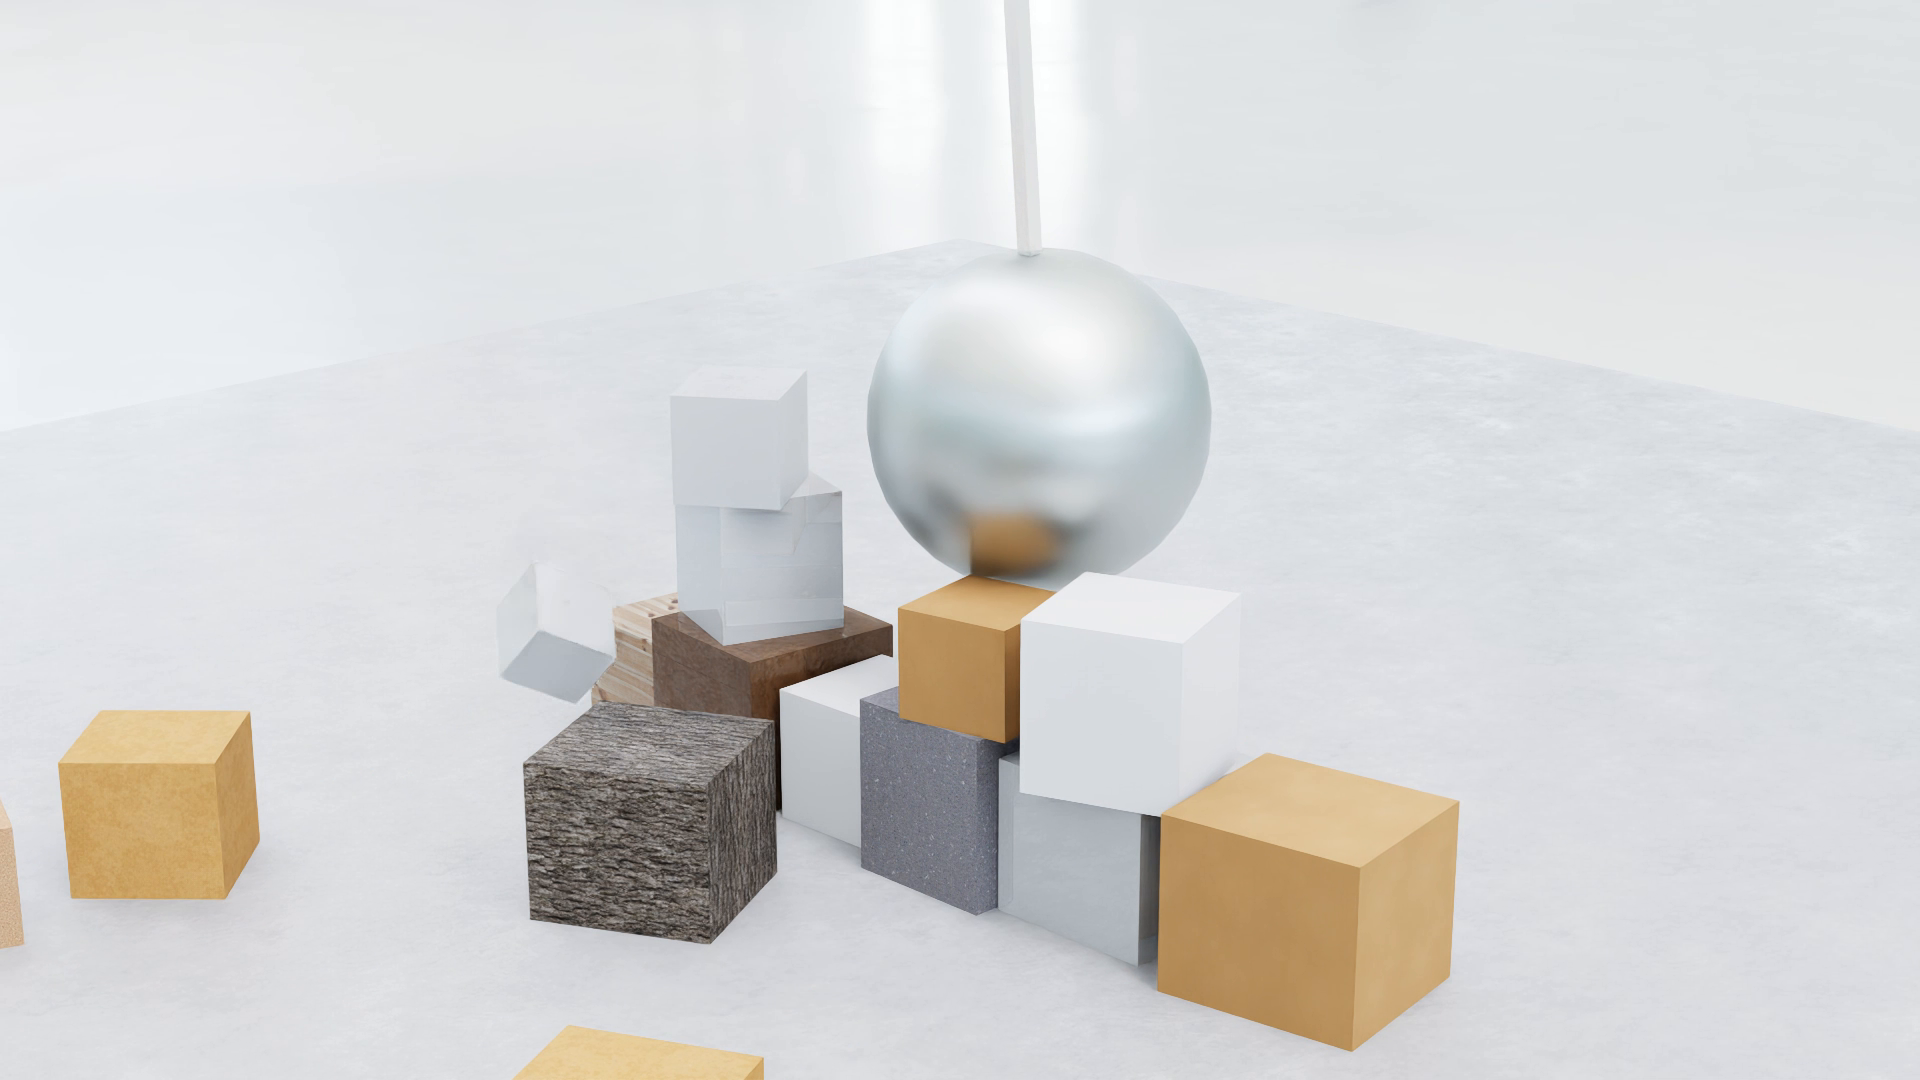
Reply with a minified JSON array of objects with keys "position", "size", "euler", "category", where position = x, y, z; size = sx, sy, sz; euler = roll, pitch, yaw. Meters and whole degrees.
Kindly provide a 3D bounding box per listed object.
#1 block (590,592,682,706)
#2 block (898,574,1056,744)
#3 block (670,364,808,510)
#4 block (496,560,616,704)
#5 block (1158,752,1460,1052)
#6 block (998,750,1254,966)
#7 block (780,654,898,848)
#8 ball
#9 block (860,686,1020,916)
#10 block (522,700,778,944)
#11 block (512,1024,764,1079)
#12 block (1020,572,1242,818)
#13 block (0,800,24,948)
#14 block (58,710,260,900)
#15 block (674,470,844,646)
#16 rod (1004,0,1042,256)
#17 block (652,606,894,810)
[{"position":[-1.456,0.691,15.142],"size":[0.615,0.602,0.706],"euler":[-14,22,-38],"category":"block"},{"position":[0.122,0.520,13.054],"size":[0.567,0.517,0.567],"euler":[11,21,33],"category":"block"},{"position":[-1.053,-0.499,14.090],"size":[0.522,0.534,0.600],"euler":[3,18,10],"category":"block"},{"position":[-2.014,0.461,14.593],"size":[0.437,0.384,0.475],"euler":[23,36,-30],"category":"block"},{"position":[1.454,1.490,12.260],"size":[0.928,0.805,0.851],"euler":[12,21,34],"category":"block"},{"position":[0.746,1.307,12.981],"size":[0.829,0.723,0.800],"euler":[17,24,42],"category":"block"},{"position":[-0.365,1.019,14.012],"size":[0.704,0.653,0.683],"euler":[16,23,41],"category":"block"},{"position":[0.365,-0.552,13.551],"size":[1.600,1.600,1.600],"euler":[0,17,0],"category":"ball"},{"position":[0.099,1.108,13.434],"size":[0.746,0.831,0.822],"euler":[17,24,42],"category":"block"},{"position":[-1.372,1.249,13.126],"size":[0.859,0.746,0.815],"euler":[5,18,17],"category":"block"},{"position":[-1.182,2.212,10.218],"size":[0.764,0.653,0.787],"euler":[6,18,18],"category":"block"},{"position":[0.732,0.653,12.555],"size":[0.723,0.780,0.712],"euler":[8,19,24],"category":"block"},{"position":[-4.410,1.457,12.790],"size":[0.511,0.552,0.532],"euler":[-8,19,-24],"category":"block"},{"position":[-3.652,1.204,13.419],"size":[0.697,0.656,0.662],"euler":[0,17,0],"category":"block"},{"position":[-0.987,0.052,14.388],"size":[0.632,0.695,0.619],"euler":[-8,19,-24],"category":"block"},{"position":[0.158,-3.722,12.338],"size":[0.080,5.200,0.080],"euler":[17,29,42],"category":"rod"},{"position":[-0.926,0.779,14.551],"size":[0.862,0.789,0.835],"euler":[-14,22,-38],"category":"block"}]
